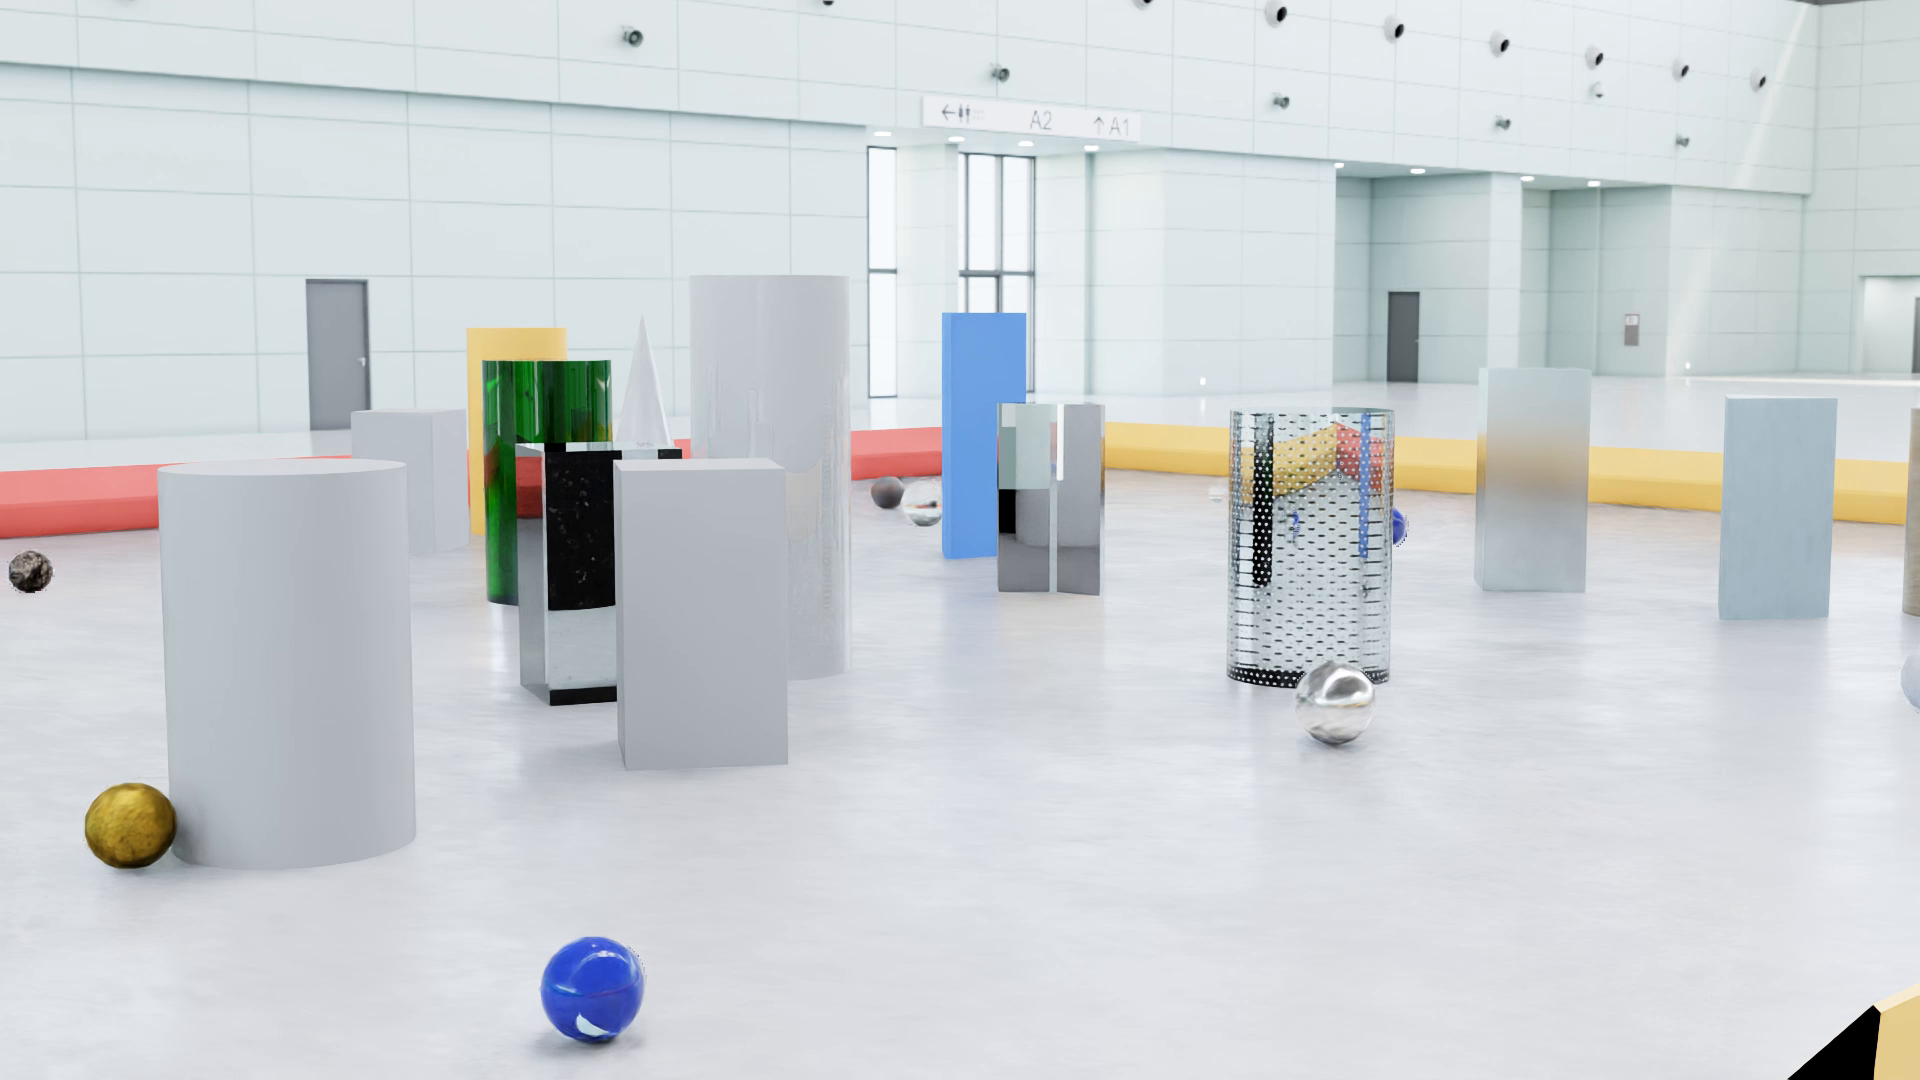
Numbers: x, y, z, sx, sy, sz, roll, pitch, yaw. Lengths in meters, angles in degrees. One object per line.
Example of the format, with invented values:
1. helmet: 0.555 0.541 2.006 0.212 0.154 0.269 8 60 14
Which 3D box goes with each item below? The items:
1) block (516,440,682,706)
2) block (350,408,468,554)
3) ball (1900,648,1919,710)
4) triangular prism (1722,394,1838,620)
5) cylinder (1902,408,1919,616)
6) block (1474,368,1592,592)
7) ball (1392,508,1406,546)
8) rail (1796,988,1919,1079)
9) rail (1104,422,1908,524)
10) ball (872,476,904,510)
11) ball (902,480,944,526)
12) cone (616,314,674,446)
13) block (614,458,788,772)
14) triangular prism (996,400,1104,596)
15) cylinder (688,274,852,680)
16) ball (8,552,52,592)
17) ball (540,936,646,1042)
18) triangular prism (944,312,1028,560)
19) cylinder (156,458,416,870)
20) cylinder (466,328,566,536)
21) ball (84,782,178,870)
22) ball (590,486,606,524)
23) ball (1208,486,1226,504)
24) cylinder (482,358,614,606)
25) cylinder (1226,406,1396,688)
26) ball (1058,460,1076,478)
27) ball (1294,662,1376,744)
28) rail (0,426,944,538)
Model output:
1. block: -0.421 0.034 2.569 0.158 0.288 0.158 -3 6 -23
2. block: -1.028 -0.113 4.116 0.158 0.259 0.158 1 6 10
3. ball: 1.080 0.153 2.422 0.081 0.081 0.081 0 6 0
4. triangular prism: 1.168 -0.052 3.244 0.171 0.320 0.148 -1 6 -12
5. cylinder: 1.492 -0.040 3.218 0.198 0.301 0.198 0 6 0
6. block: 0.921 -0.100 3.549 0.158 0.352 0.158 1 6 8
7. ball: 0.799 -0.026 4.141 0.081 0.081 0.081 0 6 0
8. rail: 1.342 0.184 1.886 4.608 0.128 0.045 -5 8 -42
9. rail: 1.676 -0.127 4.870 0.045 0.128 4.005 -5 8 -42
10. ball: -0.162 -0.107 4.941 0.075 0.075 0.075 0 6 0
11. ball: -0.073 -0.076 4.538 0.098 0.098 0.098 0 6 0
12. cone: -0.558 -0.183 3.890 0.198 0.444 0.198 0 6 0
13. block: -0.263 0.069 2.210 0.158 0.292 0.158 -1 6 -11
14. triangular prism: 0.161 -0.071 3.520 0.171 0.299 0.148 2 6 16
15. cylinder: -0.233 -0.082 2.722 0.198 0.486 0.198 0 6 0
16. ball: -1.472 0.050 3.483 0.065 0.065 0.065 0 6 0
17. ball: -0.225 0.274 1.344 0.064 0.064 0.064 0 6 0
18. triangular prism: 0.010 -0.196 4.035 0.171 0.441 0.148 -4 7 -33
19. cylinder: -0.560 0.096 1.837 0.198 0.316 0.198 0 6 0
20. cylinder: -0.889 -0.222 4.431 0.198 0.410 0.198 0 6 0
21. ball: -0.663 0.228 1.757 0.070 0.070 0.070 0 6 0
22. ball: -0.708 -0.068 4.481 0.093 0.093 0.093 0 6 0
23. ball: 0.593 -0.106 5.089 0.042 0.042 0.042 0 6 0
24. cylinder: -0.635 -0.094 3.399 0.198 0.369 0.198 0 6 0
25. cylinder: 0.425 0.004 2.674 0.198 0.325 0.198 0 6 0
26. ball: 0.287 -0.192 5.891 0.047 0.047 0.047 0 6 0
27. ball: 0.386 0.168 2.266 0.084 0.084 0.084 0 6 0
28. rail: -1.342 -0.118 4.778 4.608 0.128 0.045 -5 8 -42
